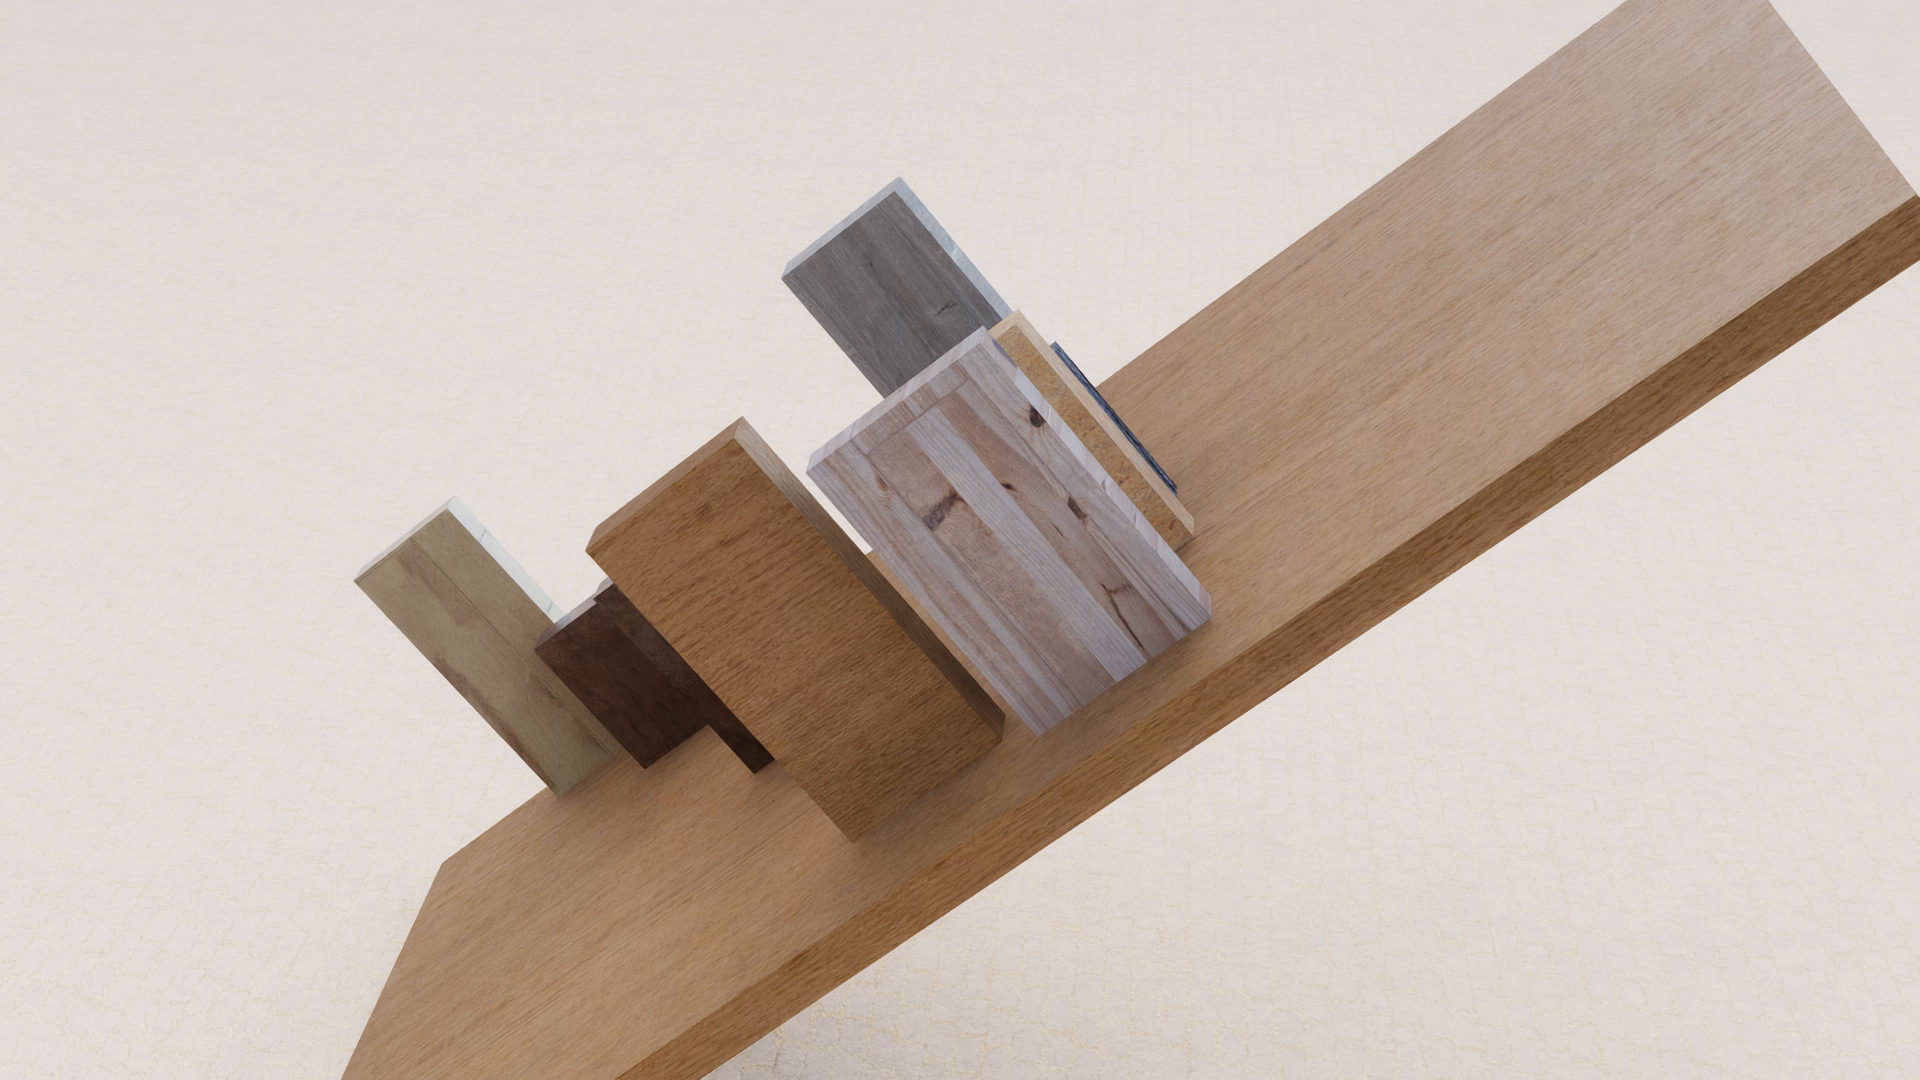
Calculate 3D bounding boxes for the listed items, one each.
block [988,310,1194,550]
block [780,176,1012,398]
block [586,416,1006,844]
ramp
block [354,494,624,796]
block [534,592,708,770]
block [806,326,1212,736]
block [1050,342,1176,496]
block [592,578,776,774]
[{"bbox_3d":[0.156,-0.134,5.878,0.349,0.568,0.093,-36,16,18],"label":"block"},{"bbox_3d":[-0.012,-0.397,6.560,0.327,0.796,0.114,-36,16,18],"label":"block"},{"bbox_3d":[-0.312,0.182,5.693,0.378,0.797,0.115,-36,16,18],"label":"block"},{"bbox_3d":[0.121,0.185,6.339,4.000,0.100,2.000,-36,16,18],"label":"ramp"},{"bbox_3d":[-1.149,0.275,7.463,0.328,0.768,0.084,-36,16,18],"label":"block"},{"bbox_3d":[-0.767,0.300,7.164,0.344,0.409,0.100,-36,16,18],"label":"block"},{"bbox_3d":[0.095,-0.008,5.466,0.414,0.683,0.094,-36,16,18],"label":"block"},{"bbox_3d":[0.204,-0.154,6.113,0.306,0.409,0.115,-36,16,18],"label":"block"},{"bbox_3d":[-0.521,0.231,6.522,0.283,0.544,0.086,-36,16,18],"label":"block"}]
